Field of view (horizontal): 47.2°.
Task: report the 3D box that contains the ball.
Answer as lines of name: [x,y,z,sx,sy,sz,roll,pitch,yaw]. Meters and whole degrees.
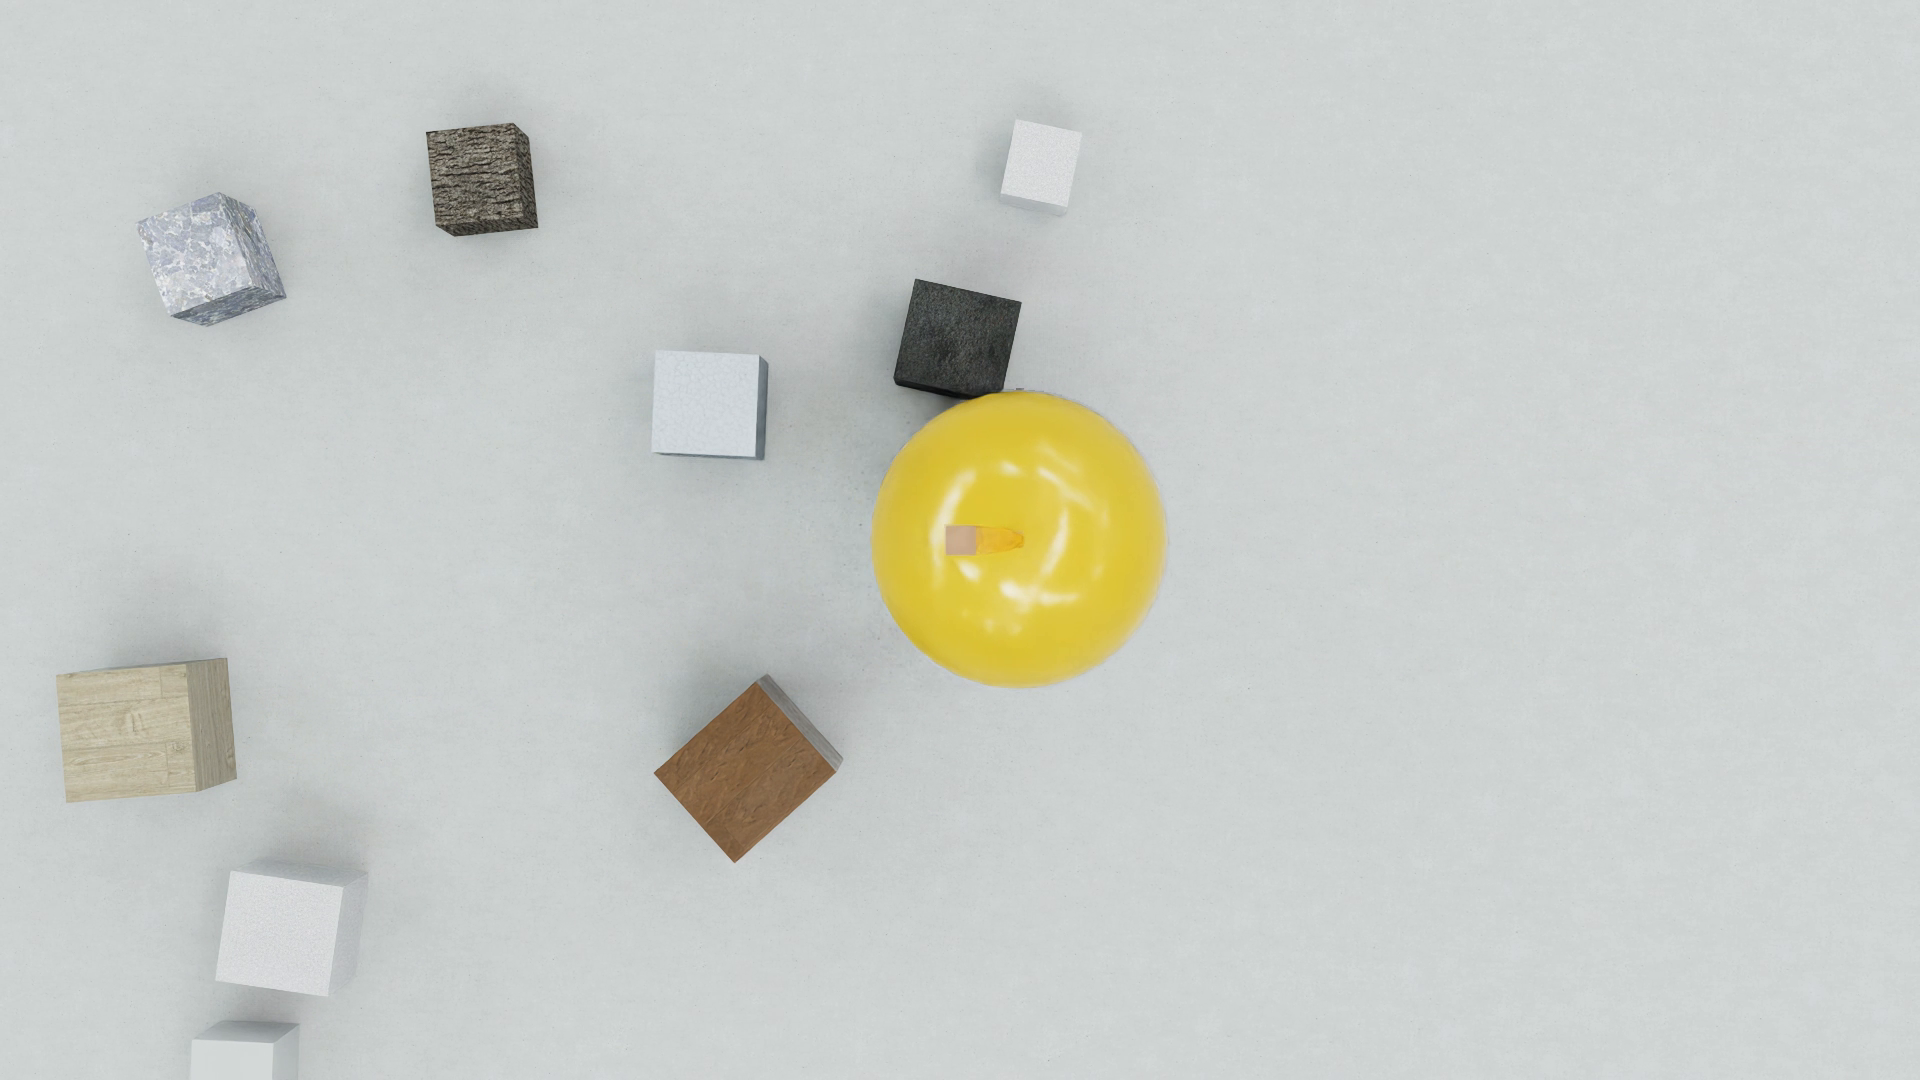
ball: [0.316,0.000,11.773,1.600,1.600,1.600,0,90,0]

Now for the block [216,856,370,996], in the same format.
block: [-3.853,2.229,12.722,0.643,0.555,0.626,8,90,0]

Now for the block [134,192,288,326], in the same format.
block: [-4.309,-1.609,12.683,0.506,0.634,0.560,-20,90,0]

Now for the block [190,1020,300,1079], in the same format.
block: [-4.140,3.058,12.745,0.463,0.509,0.421,3,90,0]

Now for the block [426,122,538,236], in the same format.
block: [-2.769,-2.086,12.769,0.501,0.461,0.539,-6,90,0]

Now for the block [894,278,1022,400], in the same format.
block: [-0.013,-1.130,12.705,0.618,0.590,0.574,12,90,0]

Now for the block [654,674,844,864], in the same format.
block: [-1.197,1.296,12.623,0.764,0.754,0.678,-42,90,0]

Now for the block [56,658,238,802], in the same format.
block: [-4.666,1.083,12.650,0.729,0.700,0.718,-5,90,0]

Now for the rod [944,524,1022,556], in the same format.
rod: [0.137,0.000,8.378,0.080,5.200,0.080,0,90,3]

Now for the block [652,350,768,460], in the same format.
block: [-1.434,-0.769,12.689,0.583,0.622,0.574,3,90,0]

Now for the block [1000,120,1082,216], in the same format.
block: [0.468,-2.164,12.810,0.390,0.379,0.433,12,90,0]
